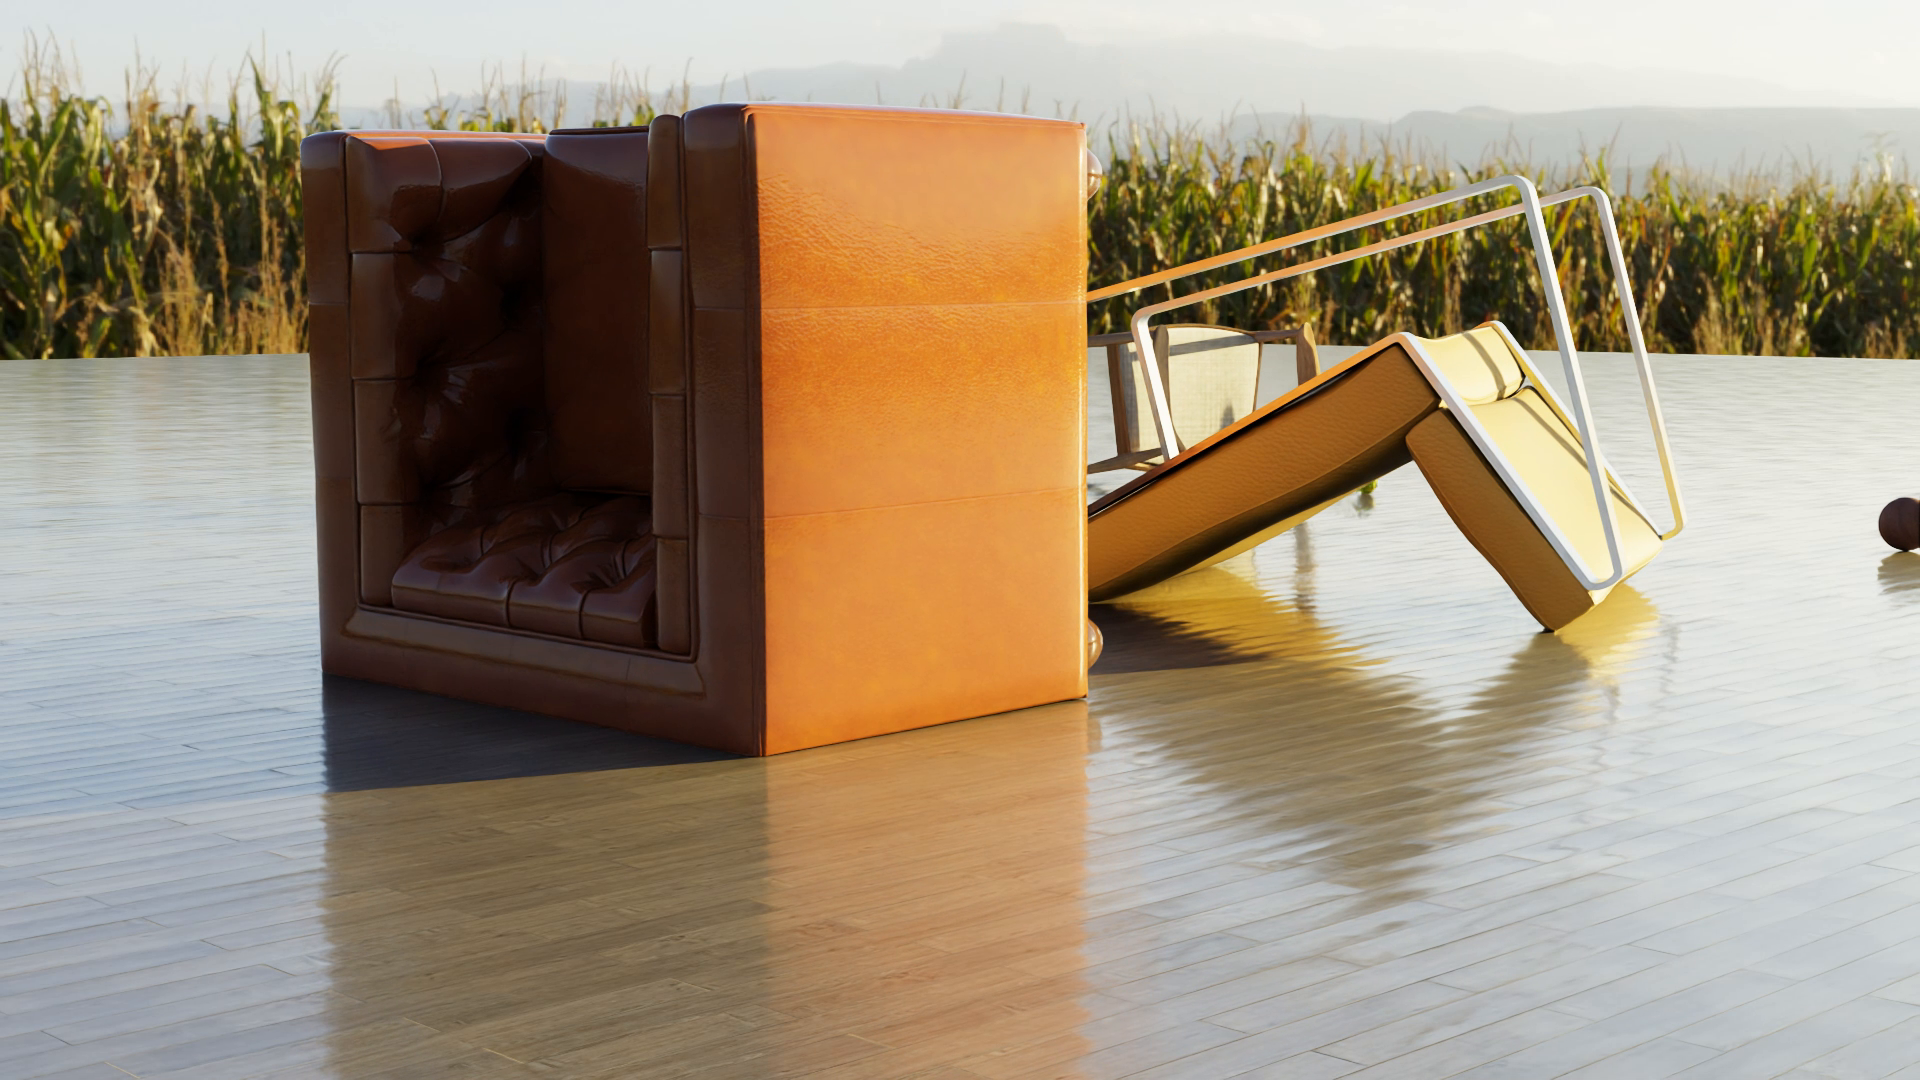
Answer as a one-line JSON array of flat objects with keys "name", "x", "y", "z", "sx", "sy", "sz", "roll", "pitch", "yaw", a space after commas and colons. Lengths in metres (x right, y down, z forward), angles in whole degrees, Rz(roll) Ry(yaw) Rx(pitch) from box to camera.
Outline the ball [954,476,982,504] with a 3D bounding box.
[{"name": "ball", "x": 0.025, "y": -0.145, "z": 7.418, "sx": 0.082, "sy": 0.082, "sz": 0.082, "roll": 0, "pitch": 6, "yaw": 0}]

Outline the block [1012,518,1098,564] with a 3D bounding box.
[{"name": "block", "x": 0.222, "y": 0.001, "z": 5.998, "sx": 0.147, "sy": 0.082, "sz": 0.209, "roll": -1, "pitch": 6, "yaw": -14}]

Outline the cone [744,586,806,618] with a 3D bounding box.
[{"name": "cone", "x": -0.352, "y": 0.133, "z": 4.978, "sx": 0.114, "sy": 0.061, "sz": 0.067, "roll": 17, "pitch": 12, "yaw": 13}]
